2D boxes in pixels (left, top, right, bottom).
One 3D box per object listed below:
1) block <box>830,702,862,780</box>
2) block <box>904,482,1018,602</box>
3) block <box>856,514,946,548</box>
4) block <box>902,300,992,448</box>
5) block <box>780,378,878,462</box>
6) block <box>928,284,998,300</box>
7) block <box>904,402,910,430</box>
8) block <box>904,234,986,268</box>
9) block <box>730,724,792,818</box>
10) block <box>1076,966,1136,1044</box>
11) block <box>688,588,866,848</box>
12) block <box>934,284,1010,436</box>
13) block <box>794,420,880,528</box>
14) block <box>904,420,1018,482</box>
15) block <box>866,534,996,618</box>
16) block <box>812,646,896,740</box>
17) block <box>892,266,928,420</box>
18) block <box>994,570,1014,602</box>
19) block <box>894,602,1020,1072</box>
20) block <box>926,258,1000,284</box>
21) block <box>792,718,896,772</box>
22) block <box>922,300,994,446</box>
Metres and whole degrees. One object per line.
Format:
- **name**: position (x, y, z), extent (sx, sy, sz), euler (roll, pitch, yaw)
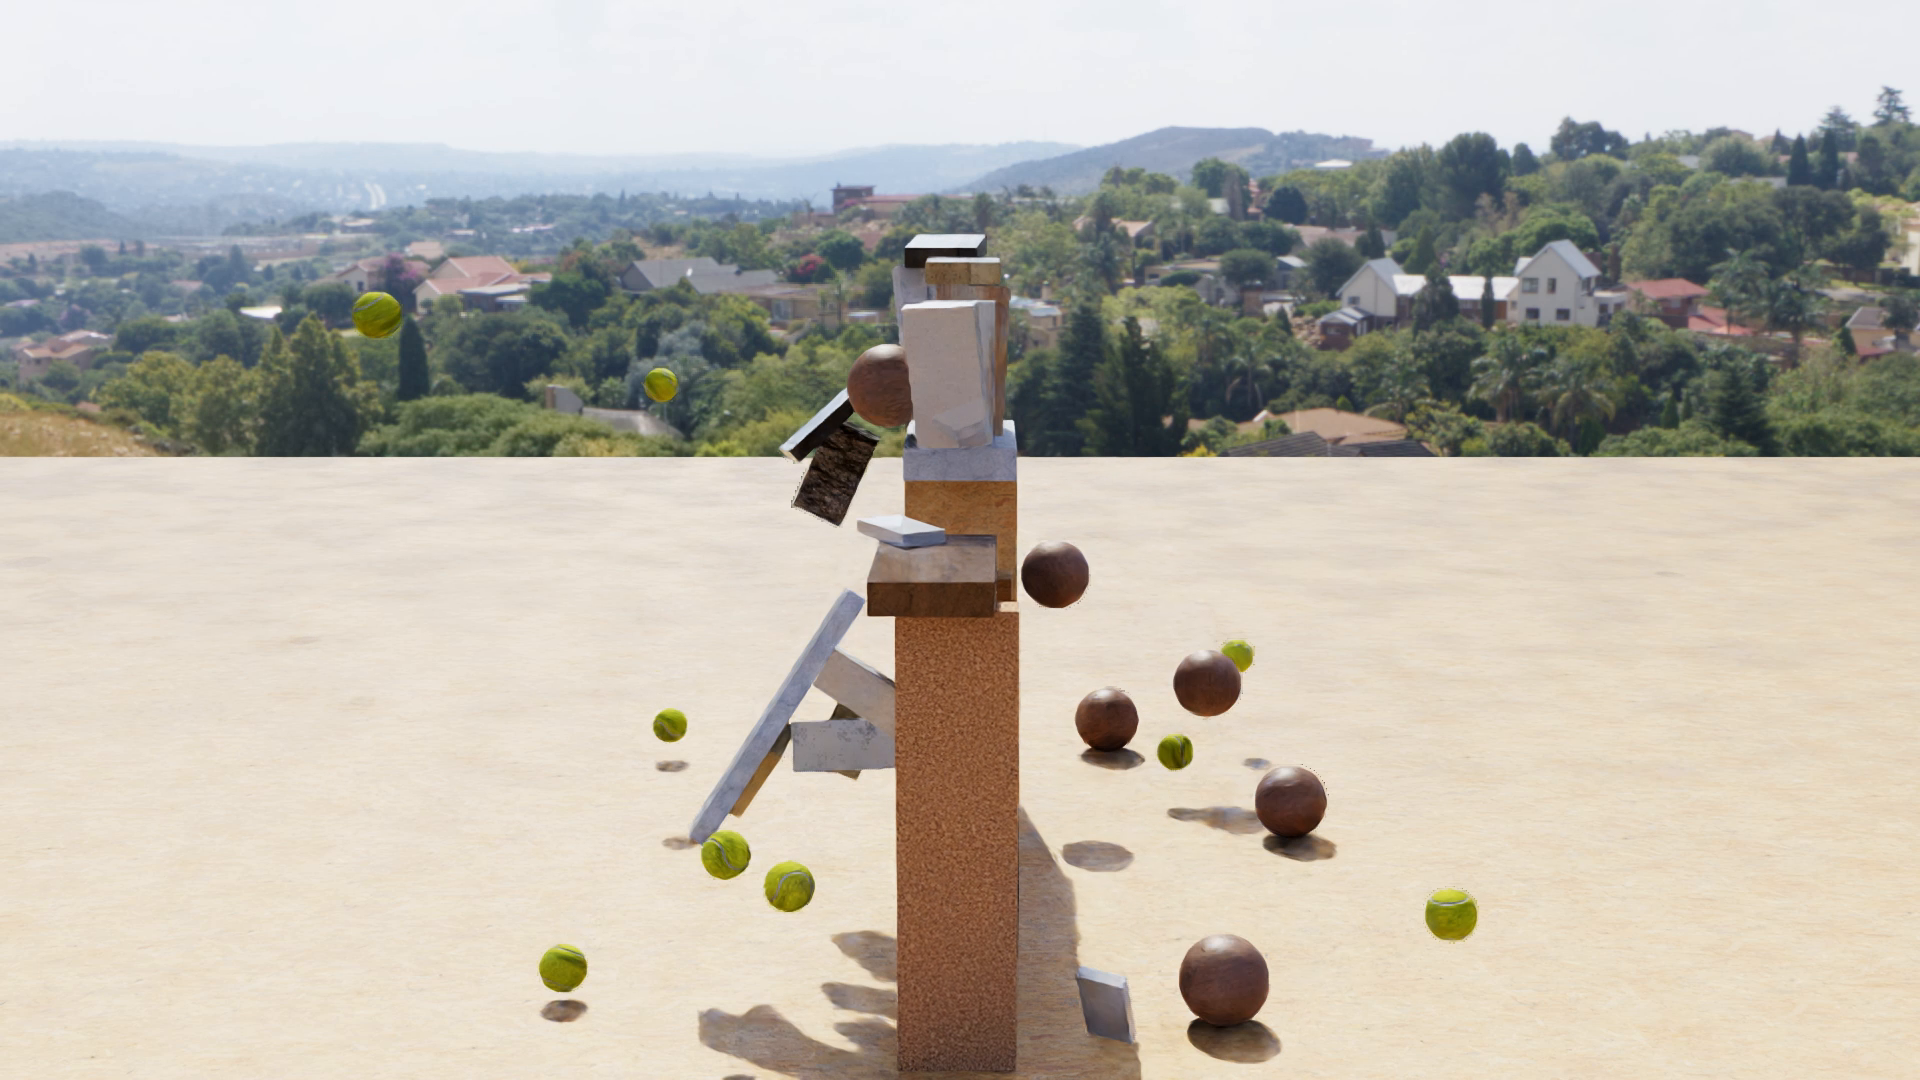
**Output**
- **block**: position (-0.161, 0.283, 3.323), extent (0.075, 0.149, 0.021), euler (23, 17, -2)
- **block**: position (0.002, 0.069, 3.369), extent (0.170, 0.340, 0.048), euler (0, 11, 0)
- **block**: position (-0.082, -0.013, 3.047), extent (0.067, 0.019, 0.133), euler (-6, 13, -30)
- **block**: position (-0.019, -0.243, 3.246), extent (0.107, 0.214, 0.030), euler (-1, 21, 14)
- **block**: position (-0.225, -0.205, 3.744), extent (0.181, 0.026, 0.090), euler (-43, 15, -8)
- **block**: position (0.004, -0.304, 3.552), extent (0.114, 0.229, 0.032), euler (0, 4, 0)
- **block**: position (-0.008, -0.249, 4.089), extent (0.171, 0.048, 0.341), euler (0, 10, 2)
- **block**: position (-0.024, -0.515, 3.914), extent (0.126, 0.036, 0.251), euler (1, 13, 4)
- **block**: position (-0.299, 0.346, 3.315), extent (0.021, 0.149, 0.075), euler (32, 34, -5)
- **block**: position (0.203, 0.643, 3.037), extent (0.067, 0.133, 0.019), euler (10, 47, 23)
- **block**: position (-0.274, 0.262, 3.291), extent (0.030, 0.432, 0.107), euler (33, -4, -6)
- **block**: position (0.013, -0.278, 3.397), extent (0.114, 0.229, 0.032), euler (2, 7, -8)
- **block**: position (-0.217, -0.121, 3.853), extent (0.090, 0.181, 0.026), euler (26, 26, 0)
- **block**: position (0.001, -0.143, 3.446), extent (0.170, 0.048, 0.340), euler (0, 11, 0)
- **block**: position (-0.033, 0.045, 2.920), extent (0.160, 0.045, 0.320), euler (0, 11, 1)
- **block**: position (-0.086, 0.251, 3.172), extent (0.260, 0.067, 0.019), euler (33, 18, 5)
- **block**: position (-0.039, -0.337, 3.869), extent (0.126, 0.295, 0.036), euler (-5, -6, -21)
- **block**: position (-0.006, 0.199, 3.092), extent (0.160, 0.320, 0.045), euler (1, 18, 5)
- **block**: position (-0.004, 0.399, 2.916), extent (0.160, 0.648, 0.045), euler (0, 15, 0)
- **block**: position (0.005, -0.425, 3.472), extent (0.114, 0.032, 0.229), euler (1, 9, 0)
- **block**: position (-0.139, 0.301, 3.248), extent (0.218, 0.075, 0.021), euler (-3, 0, 8)
- **block**: position (-0.002, -0.251, 3.311), extent (0.107, 0.214, 0.030), euler (0, 12, 0)
